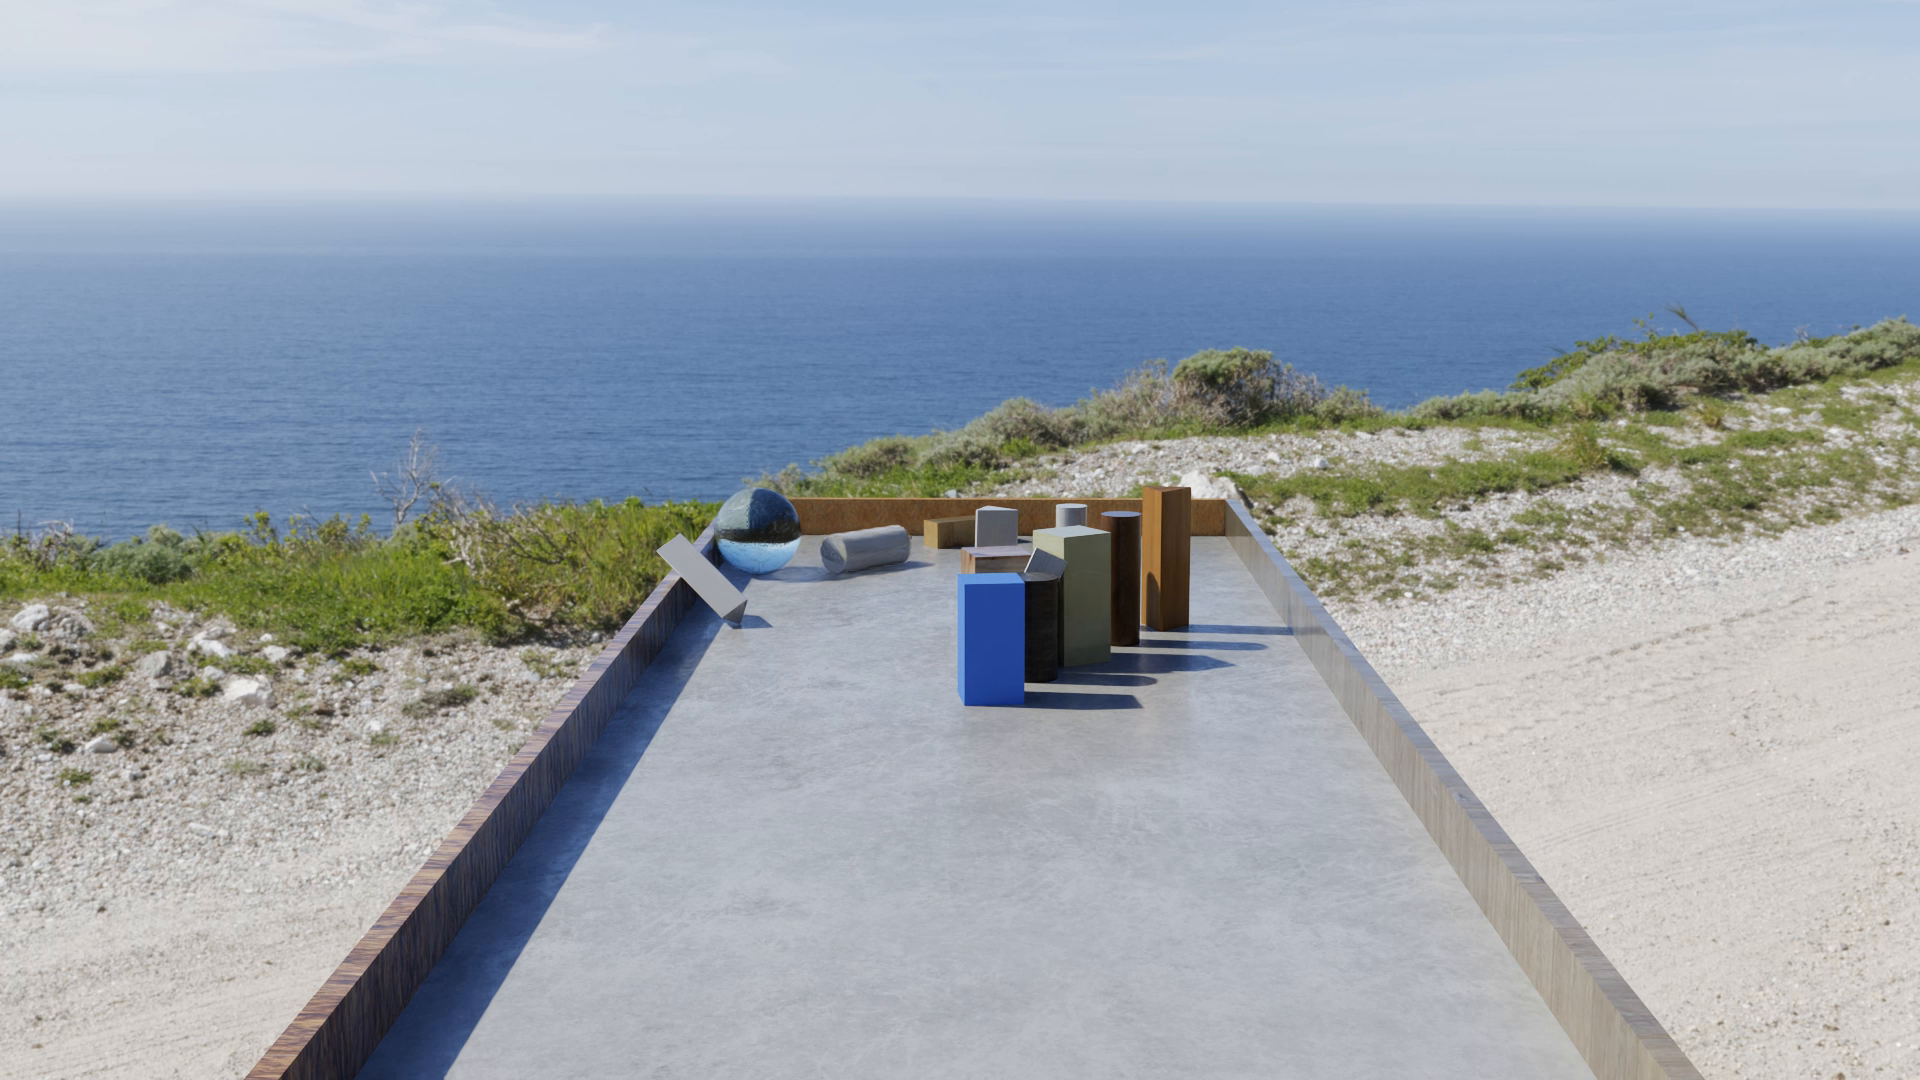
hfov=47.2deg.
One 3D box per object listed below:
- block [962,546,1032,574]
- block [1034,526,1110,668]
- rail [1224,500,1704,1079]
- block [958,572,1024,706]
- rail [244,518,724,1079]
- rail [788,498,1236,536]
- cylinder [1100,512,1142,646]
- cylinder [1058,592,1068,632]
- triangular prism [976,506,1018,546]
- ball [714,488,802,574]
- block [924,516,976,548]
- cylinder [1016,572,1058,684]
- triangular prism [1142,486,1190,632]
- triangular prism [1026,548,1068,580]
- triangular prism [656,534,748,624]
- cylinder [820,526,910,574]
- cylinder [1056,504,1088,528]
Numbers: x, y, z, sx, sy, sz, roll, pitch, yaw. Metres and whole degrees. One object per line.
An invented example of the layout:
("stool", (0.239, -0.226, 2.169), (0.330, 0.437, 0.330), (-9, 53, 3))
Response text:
("block", (0.111, 0.198, 6.702), (0.178, 0.331, 0.178), (-2, 10, -13))
("block", (0.340, 0.168, 6.679), (0.169, 0.395, 0.169), (-6, 11, -30))
("rail", (1.046, 0.843, 3.208), (0.050, 0.150, 12.000), (0, 9, 1))
("block", (0.086, 0.277, 6.168), (0.168, 0.343, 0.168), (-1, 9, -7))
("rail", (-1.004, 0.839, 3.234), (0.050, 0.150, 12.000), (0, 9, 1))
("rail", (0.099, -0.098, 9.147), (2.100, 0.150, 0.050), (0, 9, 1))
("cylinder", (0.505, 0.122, 6.927), (0.127, 0.412, 0.127), (0, 9, 0))
("cylinder", (0.172, 0.243, 7.074), (0.333, 0.125, 0.125), (-3, 10, -21))
("triangular prism", (0.102, 0.088, 7.202), (0.140, 0.389, 0.121), (0, 8, -14))
("ball", (-0.753, -0.034, 8.189), (0.324, 0.324, 0.324), (0, 9, 0))
("block", (0.028, -0.037, 8.913), (0.345, 0.104, 0.104), (-6, 11, -32))
("cylinder", (0.210, 0.255, 6.436), (0.153, 0.301, 0.153), (0, 9, 0))
("triangular prism", (0.652, 0.055, 7.197), (0.134, 0.458, 0.155), (8, 12, 40))
("triangular prism", (0.194, 0.204, 6.563), (0.105, 0.360, 0.091), (24, 2, -6))
("triangular prism", (-0.844, 0.121, 7.303), (0.377, 0.089, 0.103), (42, 9, 30))
("cylinder", (-0.355, 0.033, 8.330), (0.147, 0.147, 0.329), (9, 13, 44))
("cylinder", (0.363, 0.086, 7.189), (0.102, 0.400, 0.102), (0, 9, 0))
